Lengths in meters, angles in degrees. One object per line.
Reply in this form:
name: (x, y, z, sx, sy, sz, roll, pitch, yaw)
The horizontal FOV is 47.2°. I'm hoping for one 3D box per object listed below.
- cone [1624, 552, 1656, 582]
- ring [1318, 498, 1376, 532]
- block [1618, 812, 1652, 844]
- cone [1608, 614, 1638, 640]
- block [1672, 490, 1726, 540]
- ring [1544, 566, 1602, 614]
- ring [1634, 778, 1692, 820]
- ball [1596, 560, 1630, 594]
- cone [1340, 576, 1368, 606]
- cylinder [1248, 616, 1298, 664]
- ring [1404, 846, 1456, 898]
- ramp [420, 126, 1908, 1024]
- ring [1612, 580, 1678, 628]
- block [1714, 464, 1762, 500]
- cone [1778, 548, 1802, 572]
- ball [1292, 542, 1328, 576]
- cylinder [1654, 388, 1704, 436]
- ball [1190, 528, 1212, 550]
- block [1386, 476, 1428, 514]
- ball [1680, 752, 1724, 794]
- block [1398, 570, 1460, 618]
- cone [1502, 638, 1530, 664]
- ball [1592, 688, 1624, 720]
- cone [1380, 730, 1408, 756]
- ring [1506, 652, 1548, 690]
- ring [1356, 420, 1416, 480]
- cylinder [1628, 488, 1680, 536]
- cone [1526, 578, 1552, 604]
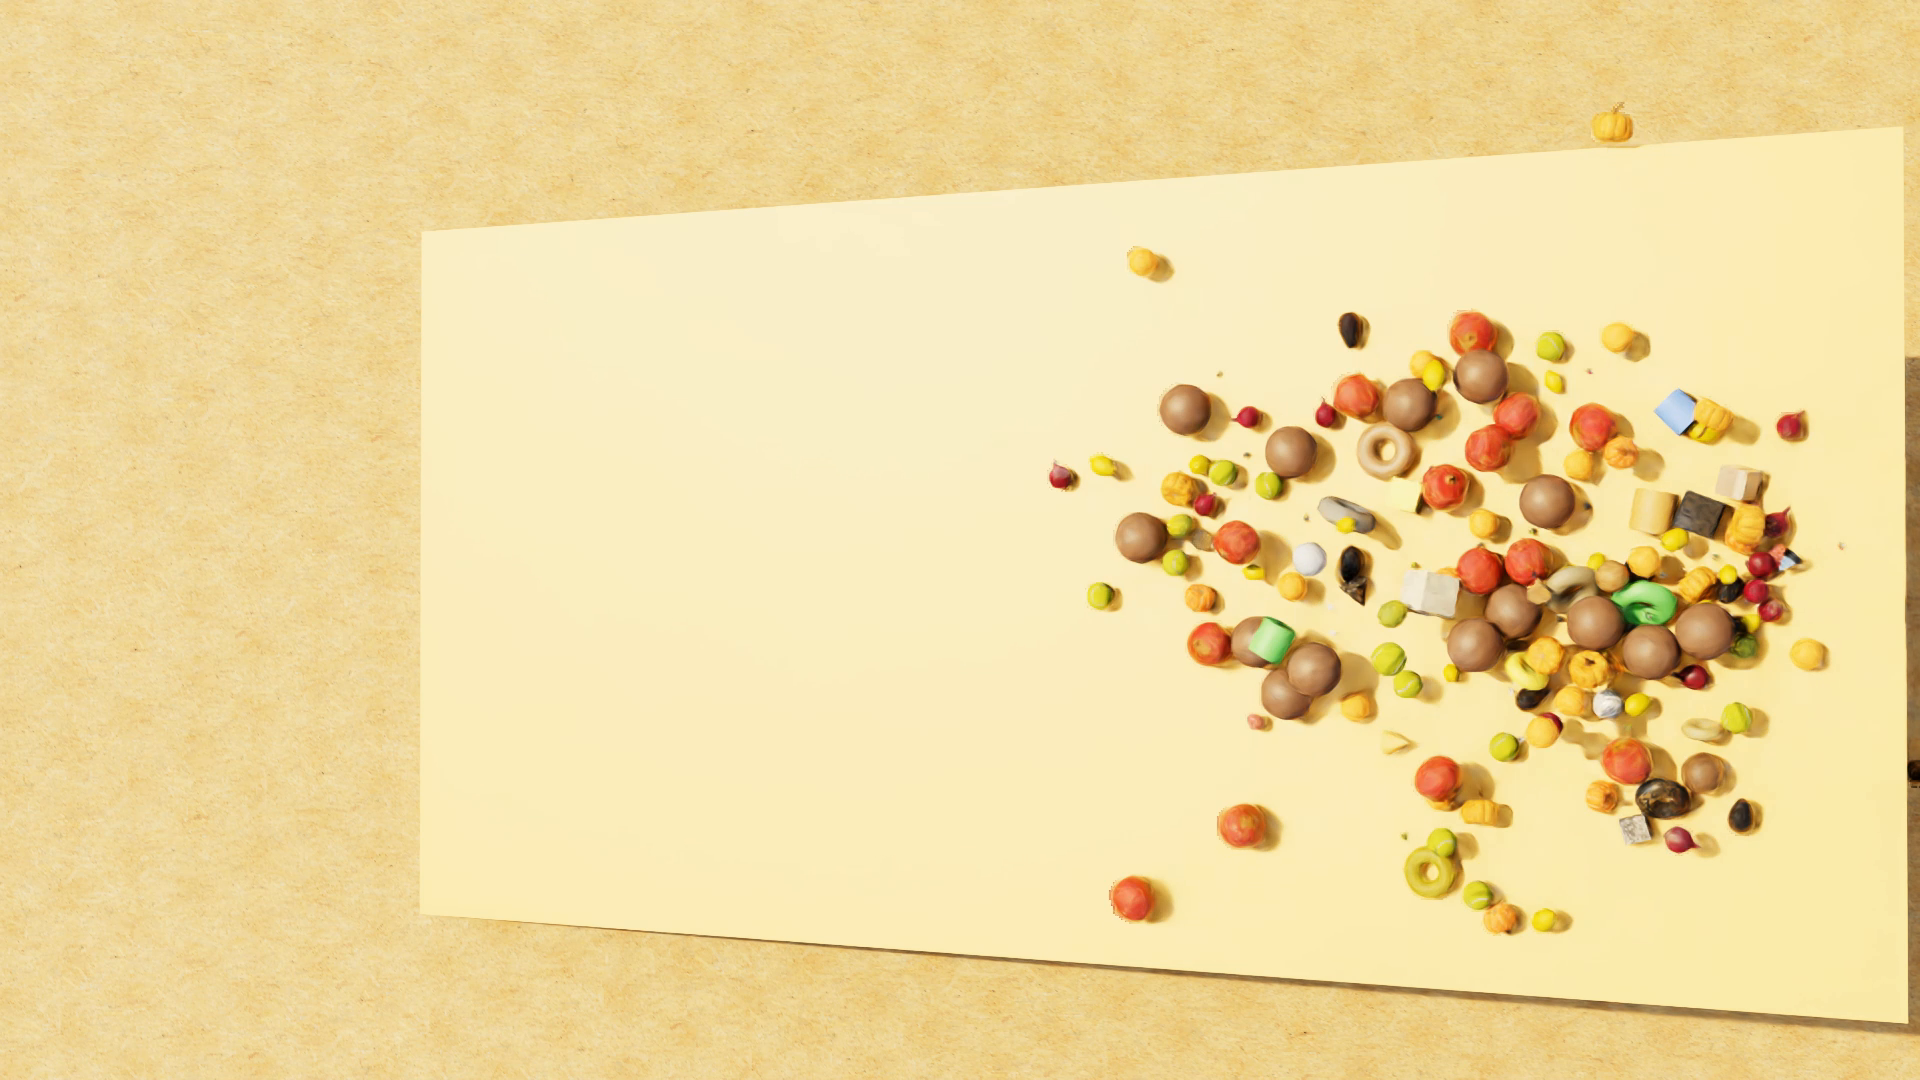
cone: (1.553, 0.061, 5.080, 0.082, 0.082, 0.082, -11, 73, 39)
ring: (0.936, -0.061, 5.318, 0.146, 0.146, 0.049, 21, 105, 0)
block: (1.565, 0.669, 5.093, 0.058, 0.058, 0.058, -18, 83, 22)
cone: (1.549, 0.202, 5.116, 0.062, 0.062, 0.062, -2, 89, -4)
block: (1.693, -0.058, 5.033, 0.087, 0.087, 0.087, 23, 98, 21)
ring: (1.424, 0.117, 5.110, 0.143, 0.048, 0.143, -5, 134, -5)
ring: (1.614, 0.596, 5.050, 0.125, 0.125, 0.042, 22, 50, 0)
ball: (1.489, 0.084, 5.021, 0.075, 0.075, 0.075, 0, 89, 0)
cone: (0.972, 0.134, 5.361, 0.070, 0.070, 0.070, -25, 107, 0)
cylinder: (0.753, 0.240, 5.296, 0.086, 0.086, 0.086, 27, 100, 0)
ring: (1.128, 0.797, 5.279, 0.128, 0.043, 0.128, 0, 91, 30)
ramp: (0.283, 0.085, 5.722, 4.000, 0.100, 2.000, 0, 89, 23)
ring: (1.575, 0.147, 5.059, 0.147, 0.147, 0.049, 22, 56, 0)
block: (1.768, -0.132, 4.996, 0.067, 0.067, 0.067, 23, 109, 43)
cone: (1.860, 0.055, 4.951, 0.050, 0.050, 0.050, -44, 89, -1)
ball: (0.838, 0.046, 5.267, 0.082, 0.082, 0.082, 0, 89, 0)
cylinder: (1.654, -0.294, 5.056, 0.080, 0.080, 0.080, -42, 74, 0)
ball: (0.605, -0.002, 5.505, 0.055, 0.055, 0.055, 0, 89, 0)
block: (1.077, -0.108, 5.300, 0.071, 0.071, 0.071, 17, 96, 22)
ball: (1.695, 0.533, 5.020, 0.096, 0.096, 0.096, 0, 89, 0)
block: (1.100, 0.127, 5.158, 0.093, 0.093, 0.093, 13, 85, -21)
cone: (1.306, 0.267, 5.197, 0.070, 0.070, 0.070, -3, 84, 26)
ball: (1.507, 0.382, 5.113, 0.072, 0.072, 0.072, 0, 89, 0)
cone: (1.056, 0.487, 5.294, 0.063, 0.063, 0.063, 4, 85, -42)
ring: (1.326, 0.307, 5.143, 0.110, 0.110, 0.037, 29, 127, 0)
ring: (1.032, -0.217, 5.333, 0.144, 0.048, 0.144, -1, 89, 24)
cylinder: (1.598, -0.064, 5.067, 0.098, 0.098, 0.098, 11, 94, 0)
cone: (1.338, 0.107, 5.083, 0.056, 0.056, 0.056, 13, 49, 0)
